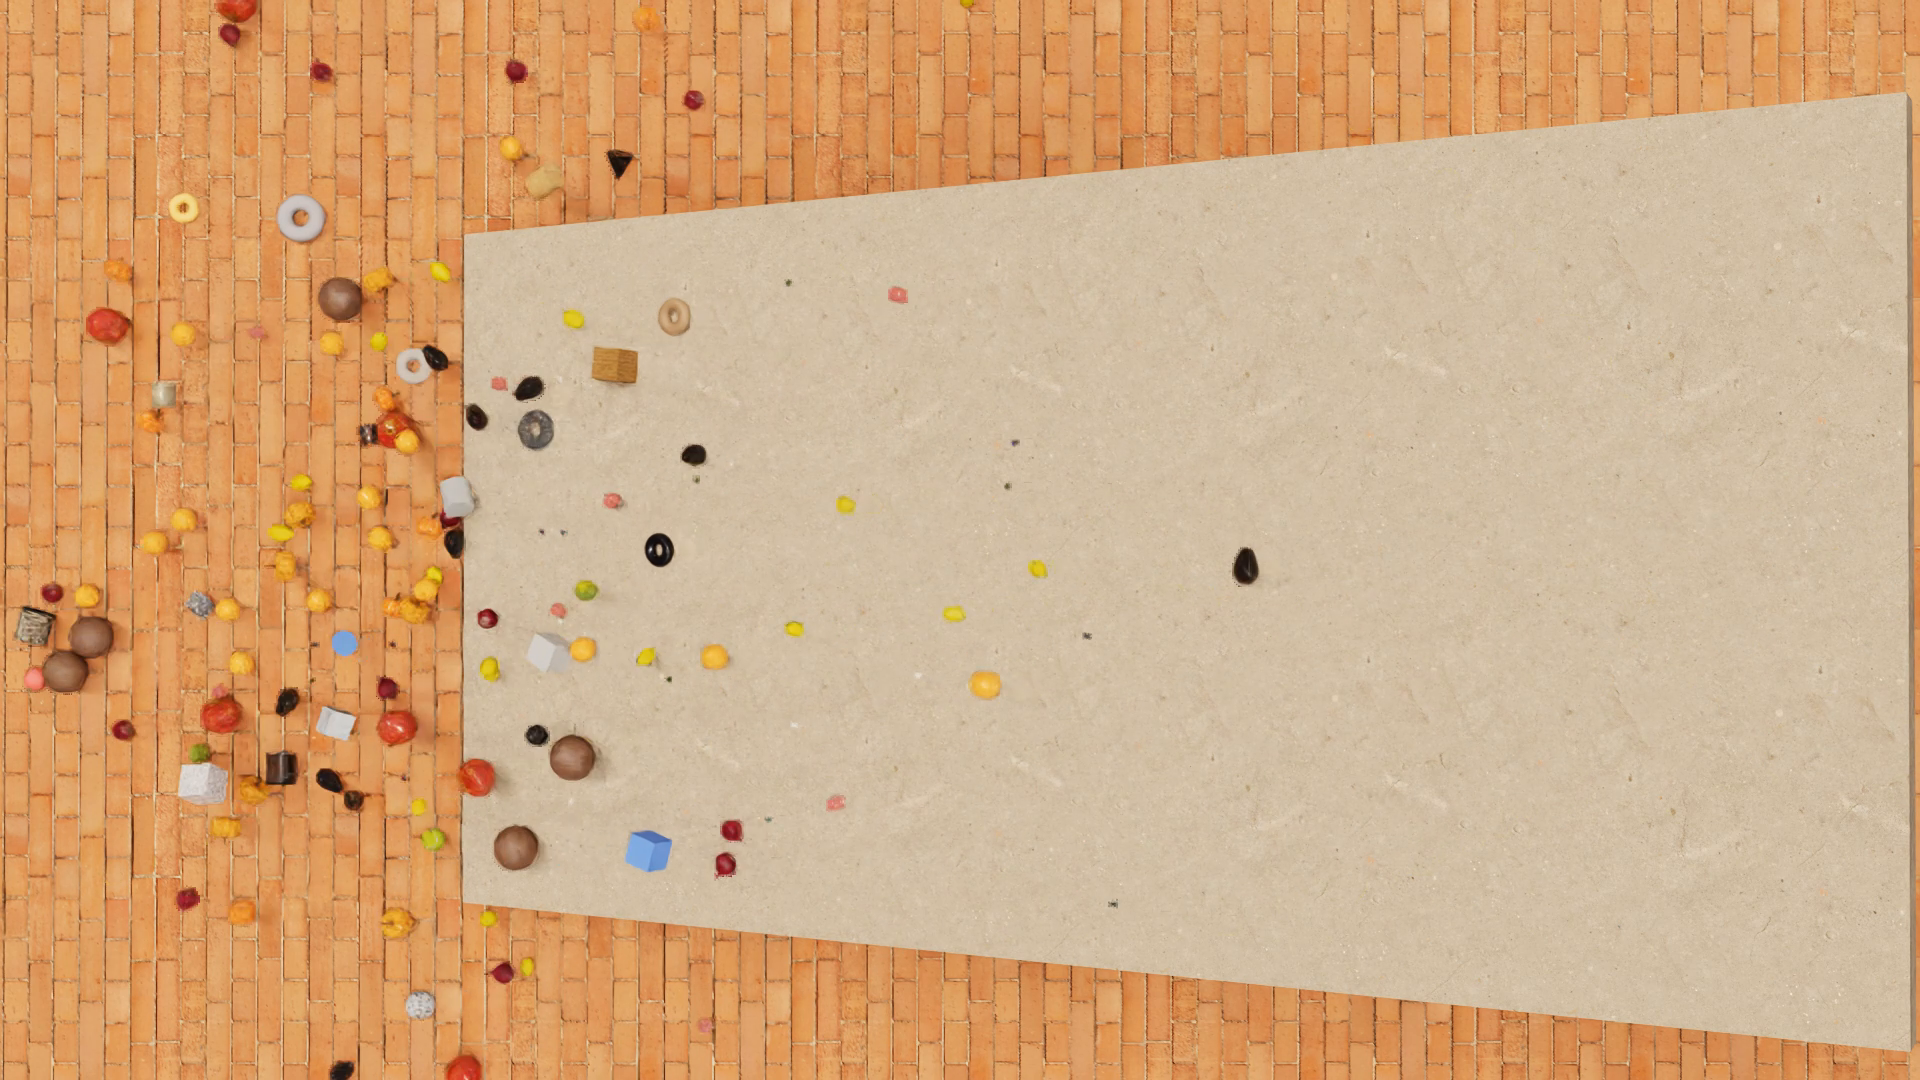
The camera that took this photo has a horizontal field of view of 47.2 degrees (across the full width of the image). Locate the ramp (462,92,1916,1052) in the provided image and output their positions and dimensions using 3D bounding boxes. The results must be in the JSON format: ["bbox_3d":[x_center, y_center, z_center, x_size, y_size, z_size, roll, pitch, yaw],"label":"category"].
[{"bbox_3d":[0.270,0.075,5.626,4.000,0.100,2.000,0,89,30],"label":"ramp"}]

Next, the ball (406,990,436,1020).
[{"bbox_3d":[-1.622,1.399,6.614,0.088,0.088,0.088,0,89,0],"label":"ball"}]

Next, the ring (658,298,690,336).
[{"bbox_3d":[-0.802,-0.625,6.174,0.106,0.035,0.106,0,91,31],"label":"ring"}]

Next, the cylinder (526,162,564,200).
[{"bbox_3d":[-1.220,-1.056,6.467,0.079,0.079,0.079,-28,89,30],"label":"cylinder"}]

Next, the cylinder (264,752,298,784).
[{"bbox_3d":[-2.042,0.686,6.618,0.092,0.092,0.092,1,89,0],"label":"cylinder"}]

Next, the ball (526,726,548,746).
[{"bbox_3d":[-1.231,0.568,6.396,0.060,0.060,0.060,0,89,0],"label":"ball"}]

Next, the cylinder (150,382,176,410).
[{"bbox_3d":[-2.404,-0.435,6.639,0.069,0.069,0.069,-9,78,0],"label":"cylinder"}]

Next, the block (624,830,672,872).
[{"bbox_3d":[-0.873,0.873,6.173,0.084,0.084,0.084,19,99,29],"label":"block"}]

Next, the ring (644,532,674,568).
[{"bbox_3d":[-0.847,0.028,6.195,0.098,0.033,0.098,2,94,32],"label":"ring"}]

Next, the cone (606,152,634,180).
[{"bbox_3d":[-1.032,-1.127,6.658,0.083,0.083,0.083,7,111,0],"label":"cone"}]

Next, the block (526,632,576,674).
[{"bbox_3d":[-1.184,0.325,6.356,0.086,0.086,0.086,29,103,27],"label":"block"}]

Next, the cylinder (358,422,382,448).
[{"bbox_3d":[-1.784,-0.317,6.646,0.055,0.055,0.055,-24,74,0],"label":"cylinder"}]

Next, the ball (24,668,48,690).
[{"bbox_3d":[-2.786,0.419,6.632,0.070,0.070,0.070,0,89,0],"label":"ball"}]

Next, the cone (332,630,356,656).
[{"bbox_3d":[-1.870,0.321,6.636,0.077,0.077,0.077,11,68,-30],"label":"cone"}]

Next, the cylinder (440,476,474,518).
[{"bbox_3d":[-1.492,-0.127,6.523,0.087,0.087,0.087,-17,63,0],"label":"cylinder"}]

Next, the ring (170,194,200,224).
[{"bbox_3d":[-2.351,-1.006,6.666,0.092,0.031,0.092,0,89,-1],"label":"ring"}]

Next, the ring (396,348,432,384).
[{"bbox_3d":[-1.653,-0.526,6.657,0.112,0.037,0.112,0,89,1],"label":"ring"}]

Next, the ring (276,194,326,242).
[{"bbox_3d":[-1.995,-0.974,6.657,0.146,0.049,0.146,0,89,-1],"label":"ring"}]

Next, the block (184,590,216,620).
[{"bbox_3d":[-2.286,0.195,6.615,0.054,0.054,0.054,24,68,25],"label":"block"}]

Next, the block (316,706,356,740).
[{"bbox_3d":[-1.877,0.550,6.609,0.077,0.077,0.077,21,86,-37],"label":"block"}]

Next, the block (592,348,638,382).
[{"bbox_3d":[-0.979,-0.497,6.244,0.090,0.090,0.090,6,92,30],"label":"block"}]

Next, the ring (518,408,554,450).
[{"bbox_3d":[-1.237,-0.321,6.420,0.123,0.041,0.123,0,89,29],"label":"ring"}]

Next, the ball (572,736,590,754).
[{"bbox_3d":[-1.089,0.589,6.319,0.051,0.051,0.051,0,89,0],"label":"ball"}]

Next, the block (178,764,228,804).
[{"bbox_3d":[-2.195,0.707,6.378,0.093,0.093,0.093,-5,68,16],"label":"block"}]
